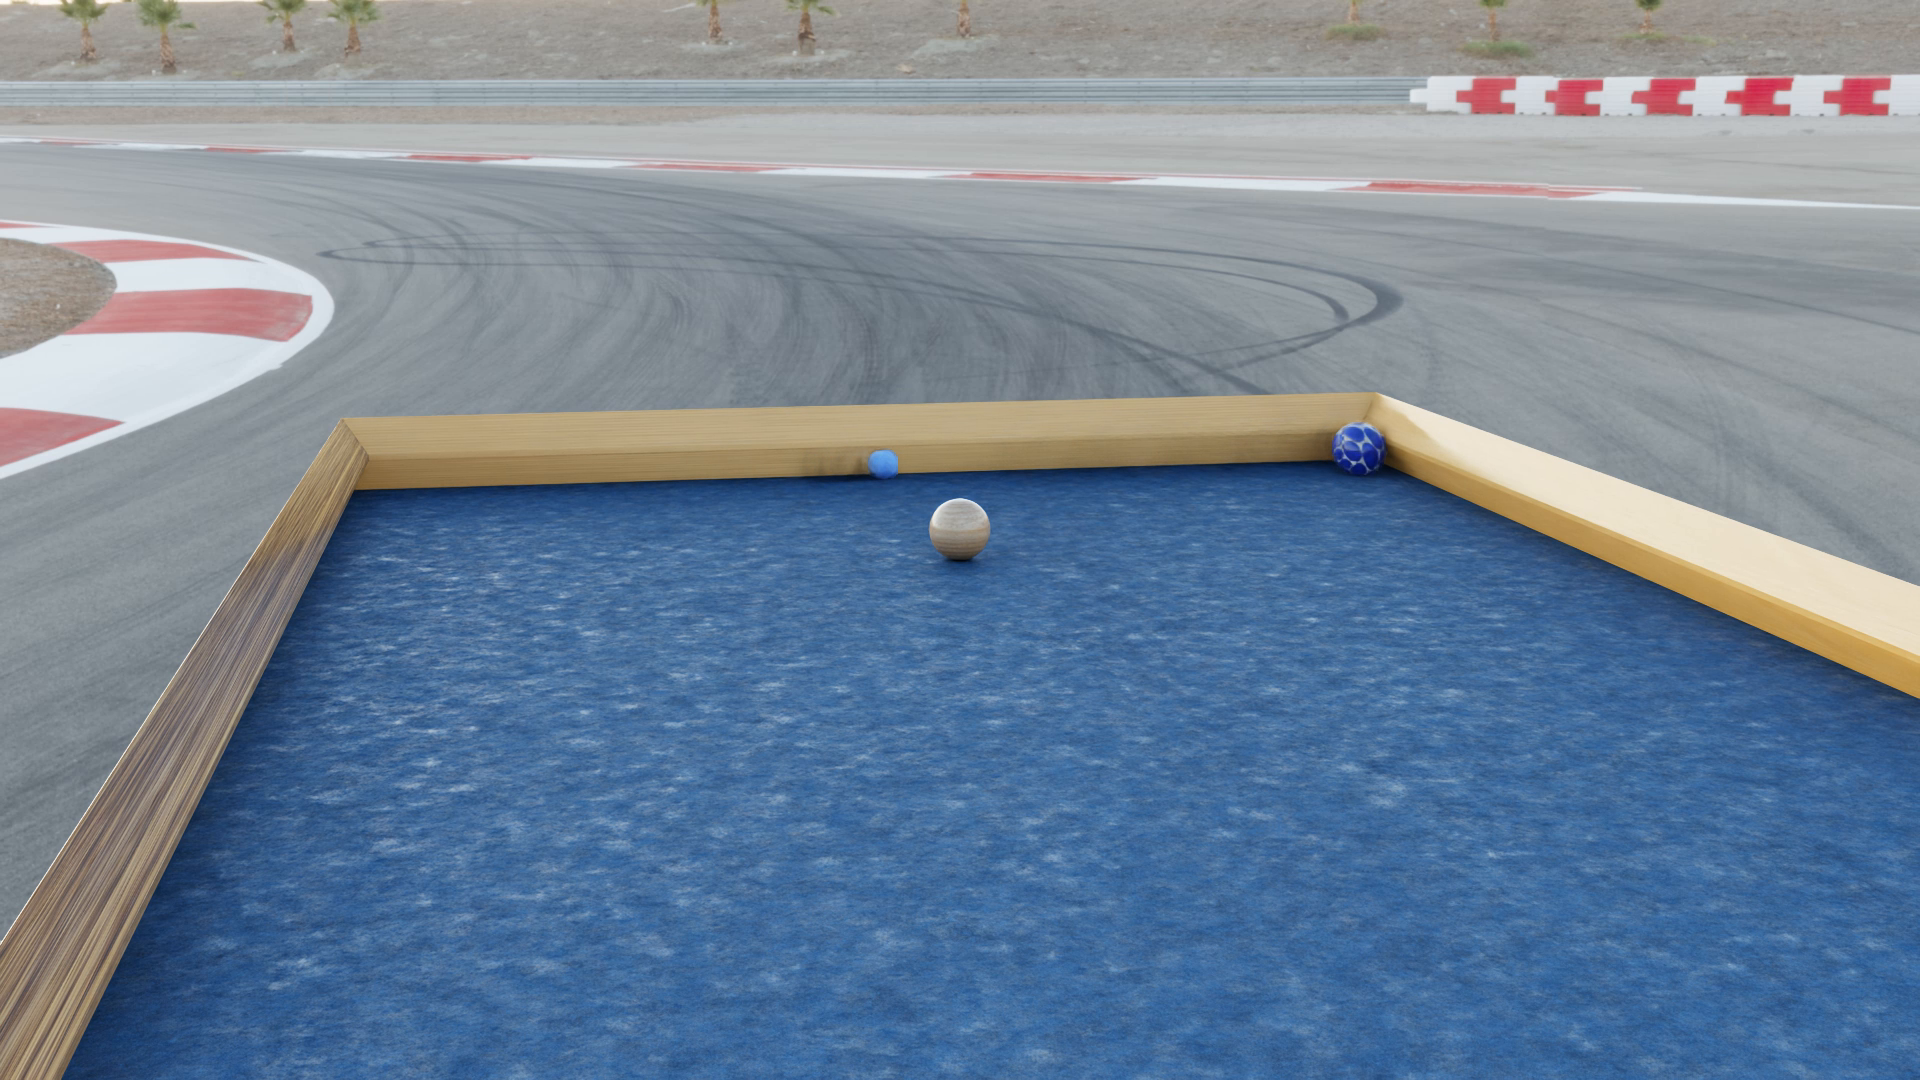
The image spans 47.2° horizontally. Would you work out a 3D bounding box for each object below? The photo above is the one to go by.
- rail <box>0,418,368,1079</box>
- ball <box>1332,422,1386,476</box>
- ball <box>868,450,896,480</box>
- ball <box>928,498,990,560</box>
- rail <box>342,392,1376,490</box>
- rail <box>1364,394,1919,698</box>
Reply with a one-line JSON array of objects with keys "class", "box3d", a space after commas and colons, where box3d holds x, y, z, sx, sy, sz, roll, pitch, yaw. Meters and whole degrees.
[{"class": "rail", "box3d": [-0.714, 0.152, 2.138, 0.045, 0.117, 3.022, -2, 12, -10]}, {"class": "ball", "box3d": [0.677, -0.155, 3.738, 0.090, 0.090, 0.090, 0, 11, 0]}, {"class": "ball", "box3d": [-0.131, -0.127, 3.702, 0.050, 0.050, 0.050, 0, 11, 0]}, {"class": "ball", "box3d": [0.000, -0.015, 3.051, 0.086, 0.086, 0.086, 0, 11, 0]}, {"class": "rail", "box3d": [-0.132, -0.167, 3.725, 1.775, 0.117, 0.045, -2, 12, -10]}, {"class": "rail", "box3d": [0.985, 0.091, 2.443, 0.045, 0.117, 3.022, -2, 12, -10]}]
